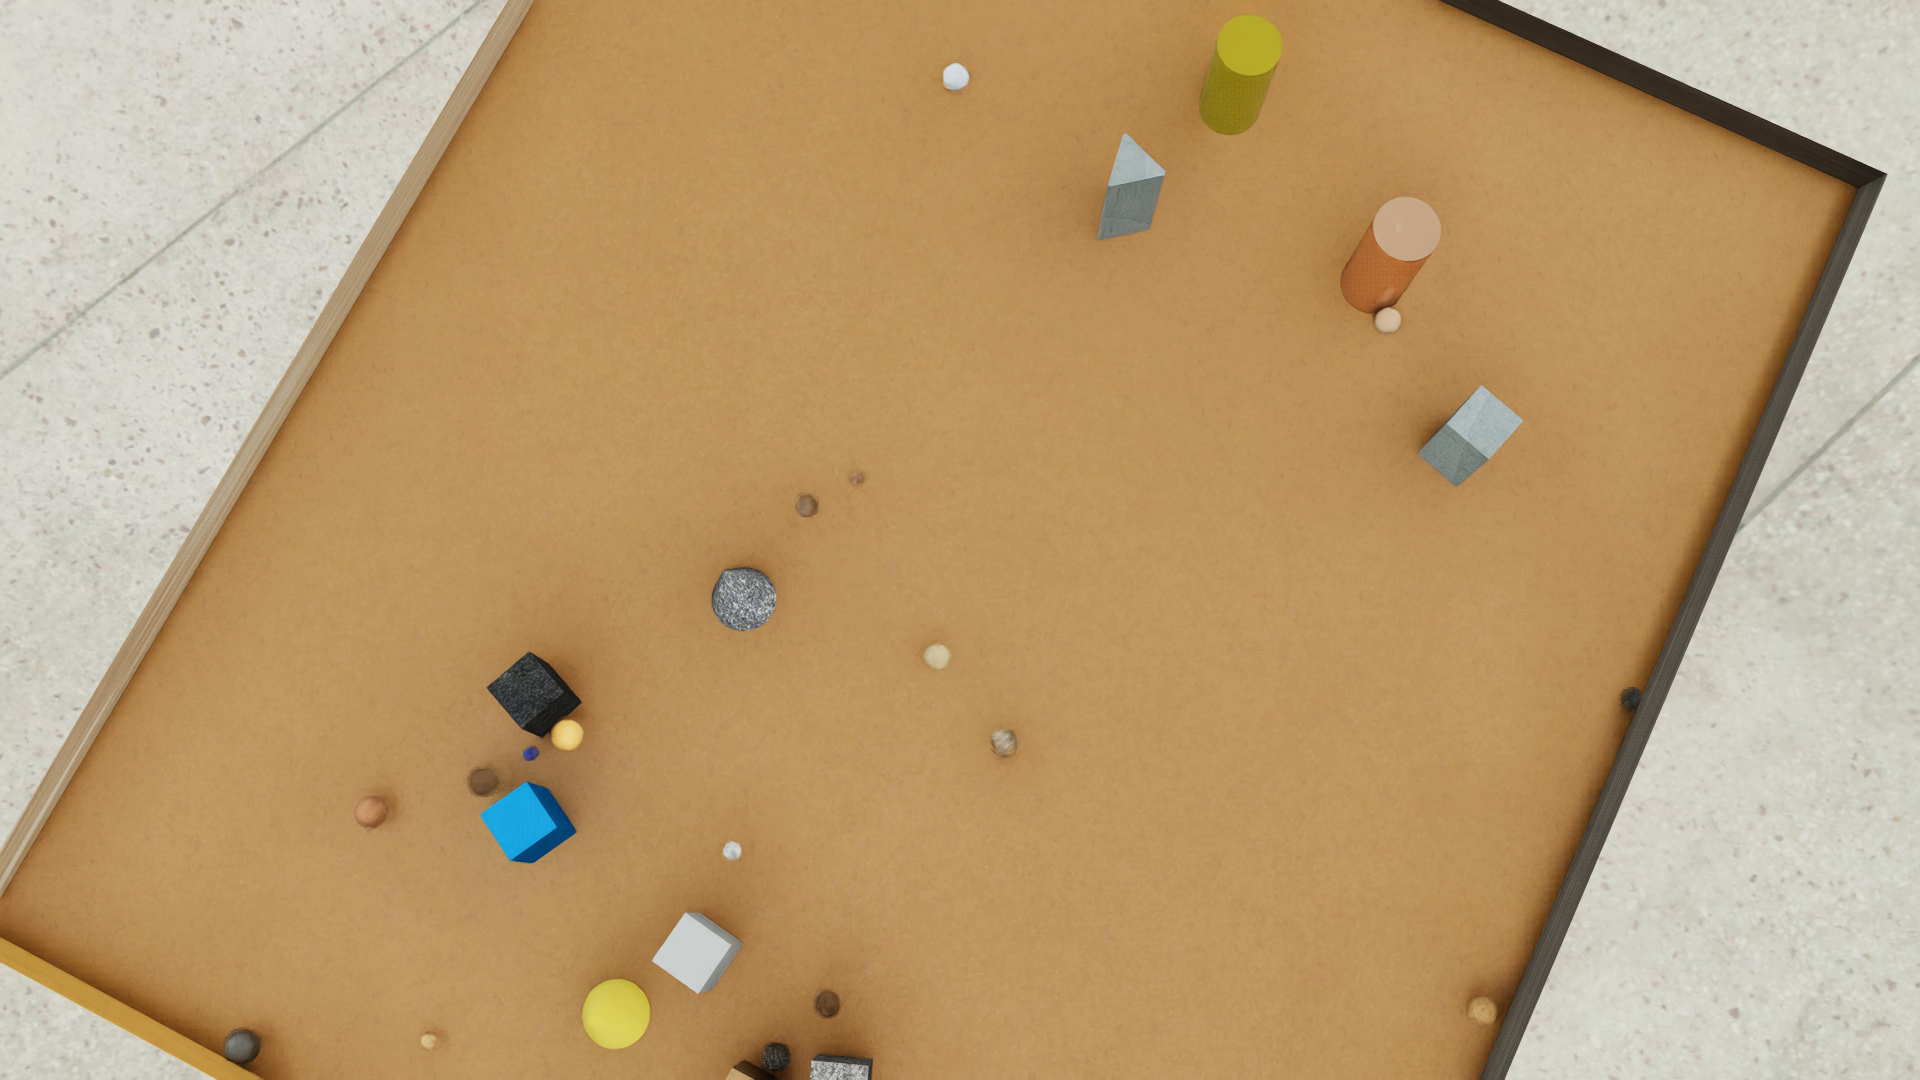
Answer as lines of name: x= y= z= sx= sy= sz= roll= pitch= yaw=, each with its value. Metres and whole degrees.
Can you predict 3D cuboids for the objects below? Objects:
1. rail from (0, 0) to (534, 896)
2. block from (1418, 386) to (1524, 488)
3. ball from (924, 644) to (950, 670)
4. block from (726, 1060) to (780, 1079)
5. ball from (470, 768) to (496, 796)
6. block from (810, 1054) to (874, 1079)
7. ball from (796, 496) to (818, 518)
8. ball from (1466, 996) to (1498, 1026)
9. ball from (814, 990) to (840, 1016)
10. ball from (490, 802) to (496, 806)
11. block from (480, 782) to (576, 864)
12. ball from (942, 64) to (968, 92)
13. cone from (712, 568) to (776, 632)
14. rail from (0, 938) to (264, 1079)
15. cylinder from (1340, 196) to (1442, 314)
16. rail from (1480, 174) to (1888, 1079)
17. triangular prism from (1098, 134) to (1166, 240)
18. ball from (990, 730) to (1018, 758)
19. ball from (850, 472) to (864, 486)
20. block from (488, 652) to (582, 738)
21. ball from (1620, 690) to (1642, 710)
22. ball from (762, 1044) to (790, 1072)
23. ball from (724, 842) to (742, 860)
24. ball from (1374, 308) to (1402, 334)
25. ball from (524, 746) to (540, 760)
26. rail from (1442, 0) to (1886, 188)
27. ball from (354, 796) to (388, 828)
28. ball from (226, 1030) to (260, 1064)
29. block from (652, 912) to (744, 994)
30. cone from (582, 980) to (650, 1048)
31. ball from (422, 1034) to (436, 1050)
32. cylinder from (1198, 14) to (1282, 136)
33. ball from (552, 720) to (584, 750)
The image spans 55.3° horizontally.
rail: x=-1.833 y=-0.891 z=5.734 sx=0.045 sy=0.129 sz=4.670 roll=26 pitch=80 yaw=5
block: x=1.527 y=-0.307 z=5.500 sx=0.158 sy=0.353 sz=0.158 roll=42 pitch=81 yaw=8
ball: x=-0.069 y=0.350 z=5.504 sx=0.079 sy=0.079 sz=0.079 roll=0 pitch=78 yaw=0
block: x=-0.591 y=1.579 z=5.140 sx=0.158 sy=0.293 sz=0.158 roll=27 pitch=80 yaw=5
ball: x=-1.413 y=0.717 z=5.428 sx=0.079 sy=0.079 sz=0.079 roll=0 pitch=78 yaw=0
block: x=-0.337 y=1.545 z=5.161 sx=0.158 sy=0.265 sz=0.158 roll=5 pitch=78 yaw=1
ball: x=-0.468 y=-0.103 z=5.603 sx=0.069 sy=0.069 sz=0.069 roll=0 pitch=78 yaw=0
ball: x=1.508 y=1.359 z=5.292 sx=0.085 sy=0.085 sz=0.085 roll=0 pitch=78 yaw=0
ball: x=-0.384 y=1.341 z=5.301 sx=0.074 sy=0.074 sz=0.074 roll=0 pitch=78 yaw=0
ball: x=-1.368 y=0.801 z=5.423 sx=0.054 sy=0.054 sz=0.054 roll=0 pitch=78 yaw=0
block: x=-1.246 y=0.821 z=5.304 sx=0.158 sy=0.279 sz=0.158 roll=-35 pitch=80 yaw=-7
ball: x=-0.014 y=-1.485 z=5.880 sx=0.085 sy=0.085 sz=0.085 roll=0 pitch=78 yaw=0
cone: x=-0.658 y=0.131 z=5.344 sx=0.198 sy=0.481 sz=0.198 roll=0 pitch=78 yaw=0
rail: x=-1.034 y=2.031 z=5.129 sx=4.146 sy=0.129 sz=0.045 roll=26 pitch=80 yaw=5
cylinder: x=1.299 y=-0.856 z=5.552 sx=0.198 sy=0.473 sz=0.198 roll=0 pitch=78 yaw=0
rail: x=1.833 y=0.904 z=5.363 sx=0.045 sy=0.129 sz=4.670 roll=26 pitch=80 yaw=5
triangular prism: x=0.504 y=-1.087 z=5.618 sx=0.171 sy=0.438 sz=0.148 roll=-13 pitch=79 yaw=-3
ball: x=0.132 y=0.607 z=5.449 sx=0.083 sy=0.083 sz=0.083 roll=0 pitch=78 yaw=0
ball: x=-0.317 y=-0.188 z=5.633 sx=0.044 sy=0.044 sz=0.044 roll=0 pitch=78 yaw=0
block: x=-1.248 y=0.457 z=5.388 sx=0.158 sy=0.262 sz=0.158 roll=-41 pitch=81 yaw=-8
ball: x=2.010 y=0.480 z=5.486 sx=0.062 sy=0.062 sz=0.062 roll=0 pitch=78 yaw=0
ball: x=-0.529 y=1.488 z=5.268 sx=0.079 sy=0.079 sz=0.079 roll=0 pitch=78 yaw=0
ball: x=-0.671 y=0.916 z=5.400 sx=0.053 sy=0.053 sz=0.053 roll=0 pitch=78 yaw=0
ball: x=1.335 y=-0.684 z=5.717 sx=0.082 sy=0.082 sz=0.082 roll=0 pitch=78 yaw=0
ball: x=-1.276 y=0.634 z=5.464 sx=0.041 sy=0.041 sz=0.041 roll=0 pitch=78 yaw=0
rail: x=1.034 y=-2.018 z=5.968 sx=4.146 sy=0.129 sz=0.045 roll=26 pitch=80 yaw=5
ball: x=-1.735 y=0.803 z=5.403 sx=0.094 sy=0.094 sz=0.094 roll=0 pitch=78 yaw=0
ball: x=-2.060 y=1.458 z=5.266 sx=0.096 sy=0.096 sz=0.096 roll=0 pitch=78 yaw=0
block: x=-0.743 y=1.174 z=5.222 sx=0.158 sy=0.297 sz=0.158 roll=34 pitch=80 yaw=7
cone: x=-1.000 y=1.335 z=5.122 sx=0.198 sy=0.428 sz=0.198 roll=0 pitch=78 yaw=0
ball: x=-1.535 y=1.449 z=5.295 sx=0.042 sy=0.042 sz=0.042 roll=0 pitch=78 yaw=0
cylinder: x=0.868 y=-1.440 z=5.698 sx=0.198 sy=0.425 sz=0.198 roll=0 pitch=78 yaw=0
ball: x=-1.168 y=0.580 z=5.449 sx=0.093 sy=0.093 sz=0.093 roll=0 pitch=78 yaw=0
